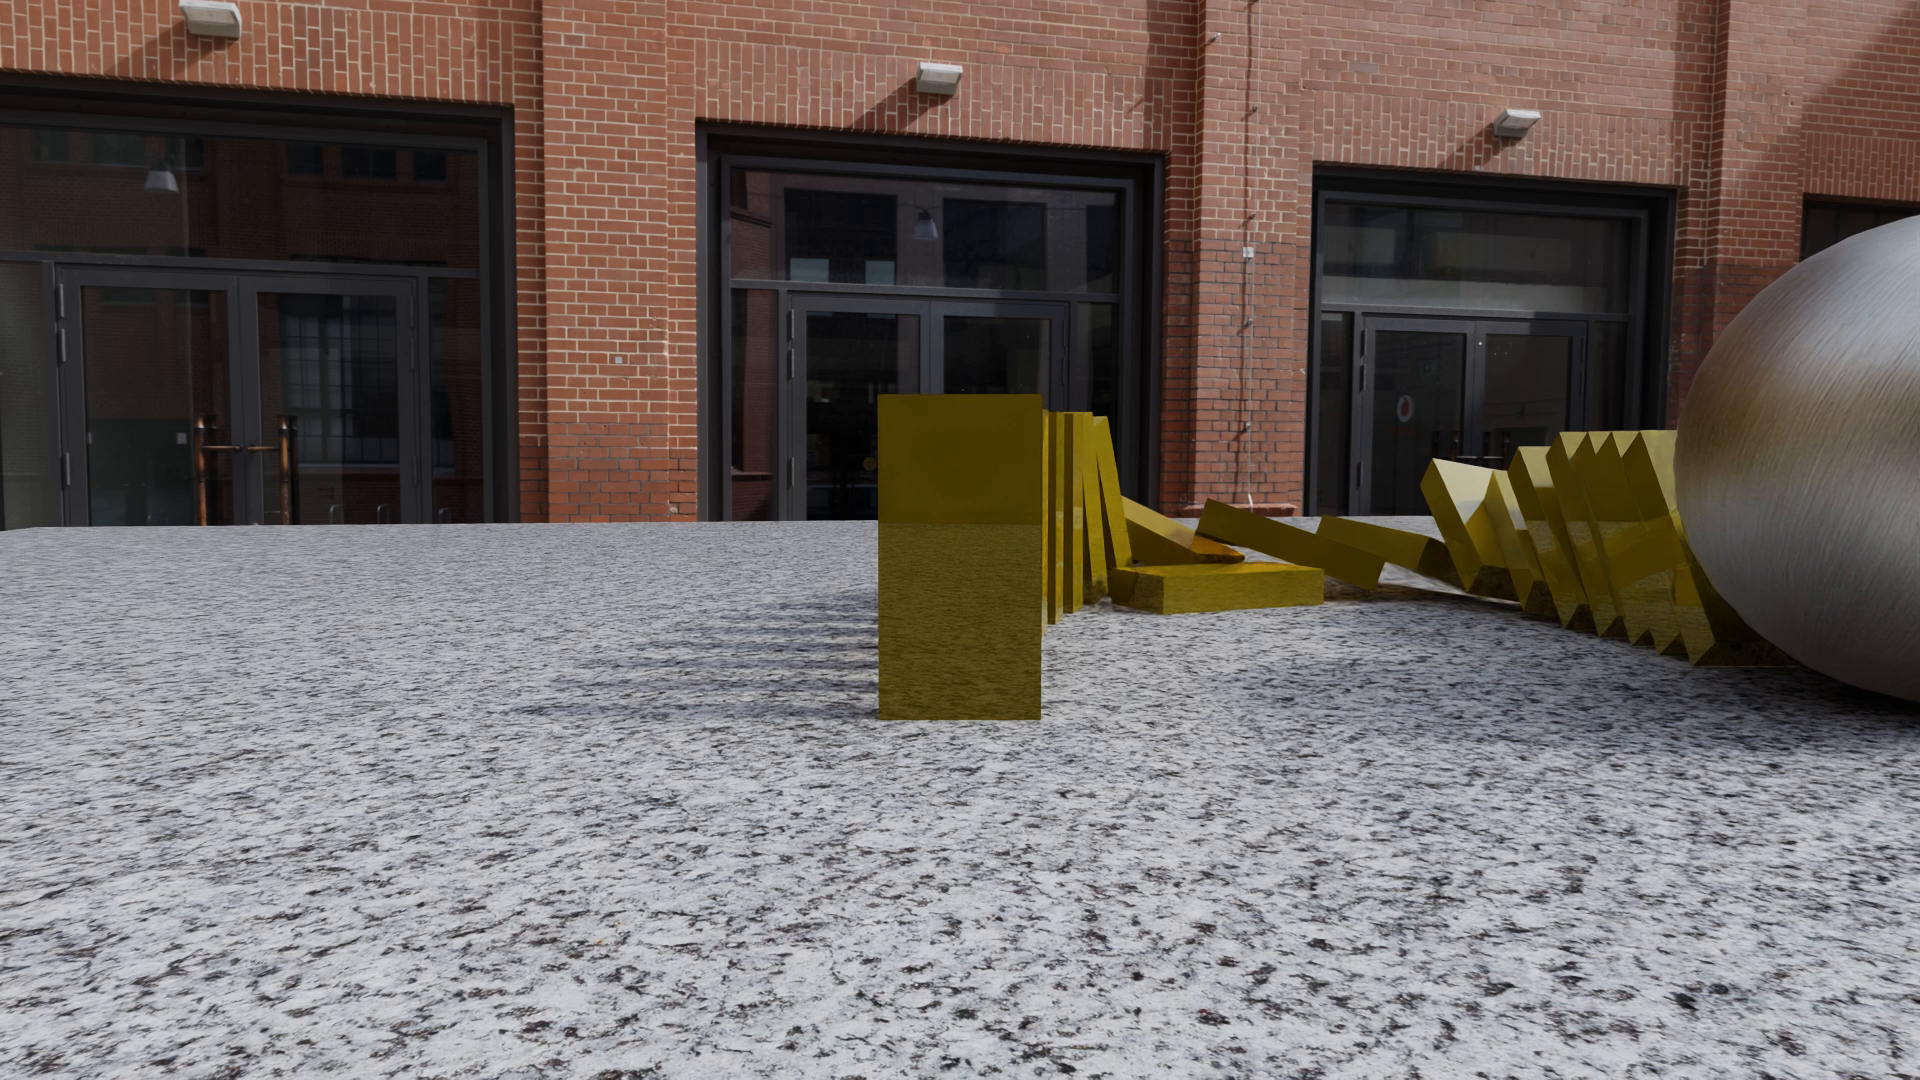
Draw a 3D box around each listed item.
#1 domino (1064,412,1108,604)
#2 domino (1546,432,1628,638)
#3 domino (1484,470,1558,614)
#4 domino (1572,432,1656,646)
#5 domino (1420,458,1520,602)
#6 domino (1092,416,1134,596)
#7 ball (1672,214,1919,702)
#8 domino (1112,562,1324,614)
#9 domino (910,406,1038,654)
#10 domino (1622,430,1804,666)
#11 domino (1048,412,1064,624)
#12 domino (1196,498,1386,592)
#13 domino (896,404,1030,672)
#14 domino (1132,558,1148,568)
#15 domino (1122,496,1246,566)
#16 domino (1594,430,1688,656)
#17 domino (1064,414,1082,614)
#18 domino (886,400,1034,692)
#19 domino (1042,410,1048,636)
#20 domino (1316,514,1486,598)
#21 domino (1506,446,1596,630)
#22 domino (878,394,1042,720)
[{"bbox_3d":[0.024,-0.009,0.343,0.025,0.050,0.009,2,18,30],"label":"domino"},{"bbox_3d":[0.153,-0.002,0.291,0.025,0.050,0.010,0,-34,1],"label":"domino"},{"bbox_3d":[0.152,0.000,0.325,0.025,0.009,0.050,6,35,6],"label":"domino"},{"bbox_3d":[0.154,-0.001,0.279,0.025,0.050,0.009,0,-34,1],"label":"domino"},{"bbox_3d":[0.144,-0.003,0.347,0.025,0.009,0.050,10,36,-4],"label":"domino"},{"bbox_3d":[0.032,-0.009,0.356,0.025,0.050,0.009,3,27,33],"label":"domino"},{"bbox_3d":[0.162,-0.013,0.209,0.080,0.080,0.080,0,4,0],"label":"ball"},{"bbox_3d":[0.068,0.012,0.341,0.050,0.009,0.025,-2,5,-24],"label":"domino"},{"bbox_3d":[0.003,-0.002,0.266,0.025,0.050,0.009,1,4,8],"label":"domino"},{"bbox_3d":[0.153,0.001,0.255,0.025,0.050,0.009,0,-34,1],"label":"domino"},{"bbox_3d":[0.012,-0.006,0.308,0.025,0.050,0.009,1,4,15],"label":"domino"},{"bbox_3d":[0.092,0.002,0.362,0.050,0.009,0.025,20,1,10],"label":"domino"},{"bbox_3d":[0.001,-0.001,0.244,0.025,0.050,0.009,0,4,4],"label":"domino"},{"bbox_3d":[0.034,0.009,0.388,0.050,0.009,0.025,3,5,30],"label":"domino"},{"bbox_3d":[0.056,-0.001,0.380,0.025,0.009,0.050,3,20,-46],"label":"domino"},{"bbox_3d":[0.153,0.000,0.267,0.025,0.050,0.009,0,-34,1],"label":"domino"},{"bbox_3d":[0.018,-0.007,0.328,0.025,0.050,0.009,2,6,20],"label":"domino"},{"bbox_3d":[0.000,0.001,0.222,0.025,0.050,0.010,0,4,1],"label":"domino"},{"bbox_3d":[0.007,-0.004,0.287,0.025,0.050,0.010,1,4,11],"label":"domino"},{"bbox_3d":[0.128,0.004,0.372,0.025,0.010,0.050,21,1,-19],"label":"domino"},{"bbox_3d":[0.151,-0.001,0.306,0.025,0.009,0.050,0,49,1],"label":"domino"},{"bbox_3d":[0.000,0.002,0.201,0.025,0.050,0.009,0,4,0],"label":"domino"}]
